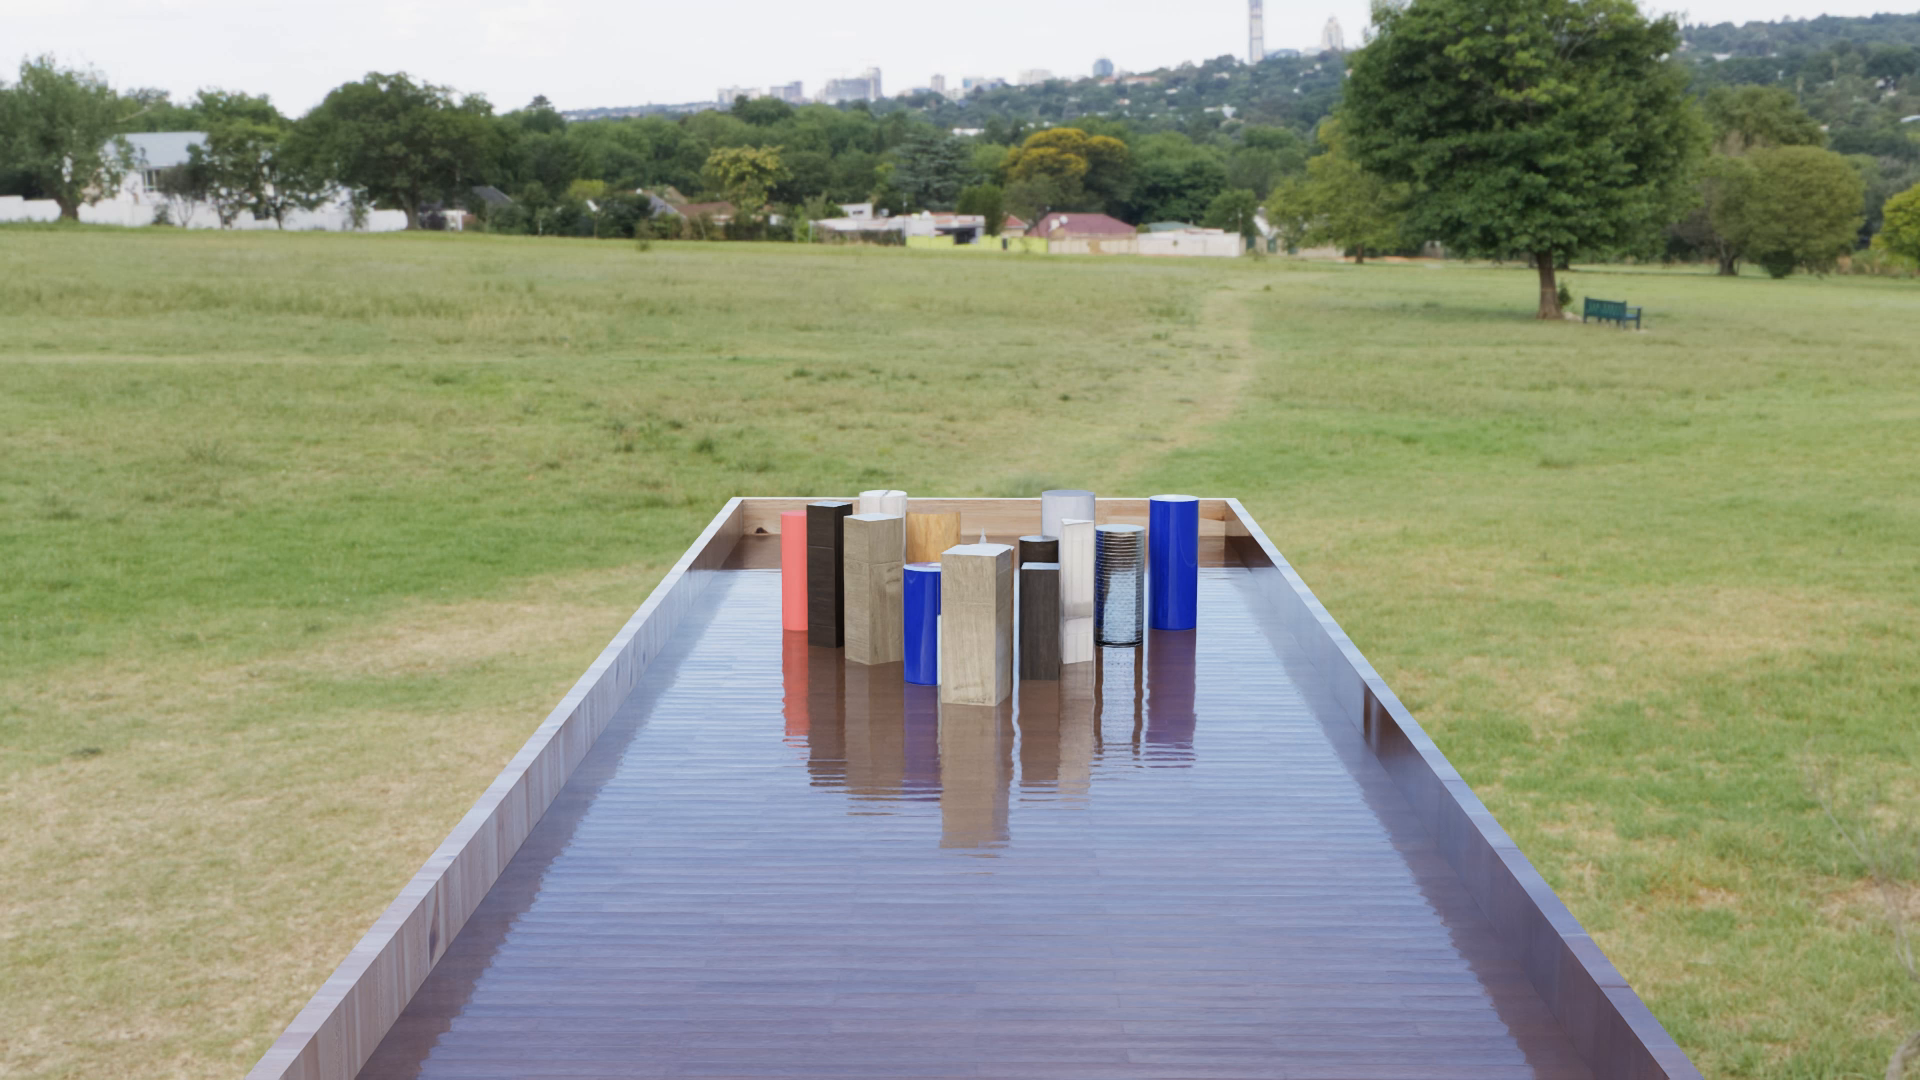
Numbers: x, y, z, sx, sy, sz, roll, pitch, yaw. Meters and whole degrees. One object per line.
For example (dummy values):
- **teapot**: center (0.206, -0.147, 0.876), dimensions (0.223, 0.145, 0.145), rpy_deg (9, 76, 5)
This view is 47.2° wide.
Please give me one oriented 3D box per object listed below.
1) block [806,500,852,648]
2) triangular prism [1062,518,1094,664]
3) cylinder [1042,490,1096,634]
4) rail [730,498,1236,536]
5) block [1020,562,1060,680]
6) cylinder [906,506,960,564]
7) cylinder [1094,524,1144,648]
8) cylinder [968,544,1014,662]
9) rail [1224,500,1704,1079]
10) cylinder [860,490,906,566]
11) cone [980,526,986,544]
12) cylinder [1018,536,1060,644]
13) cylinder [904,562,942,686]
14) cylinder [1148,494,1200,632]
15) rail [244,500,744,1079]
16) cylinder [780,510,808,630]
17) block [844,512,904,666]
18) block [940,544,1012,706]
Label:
- **block**: center (-0.408, 0.107, 6.907), dimensions (0.104, 0.446, 0.104), rpy_deg (5, 10, 30)
- **triangular prism**: center (0.335, 0.152, 6.683), dimensions (0.106, 0.427, 0.092), rpy_deg (-6, 11, -33)
- **cylinder**: center (0.351, 0.068, 7.157), dimensions (0.174, 0.445, 0.174), rpy_deg (0, 9, 0)
- **rail**: center (0.099, -0.098, 9.147), dimensions (2.100, 0.150, 0.050), rpy_deg (0, 9, 1)
- **block**: center (0.238, 0.238, 6.453), dimensions (0.110, 0.329, 0.110), rpy_deg (1, 9, 5)
- **cylinder**: center (-0.084, 0.114, 6.947), dimensions (0.174, 0.420, 0.174), rpy_deg (0, 9, 0)
- **cylinder**: center (0.501, 0.144, 6.927), dimensions (0.158, 0.368, 0.158), rpy_deg (0, 9, 0)
- **cylinder**: center (0.086, 0.194, 6.678), dimensions (0.156, 0.347, 0.156), rpy_deg (0, 9, 0)
- **rail**: center (1.046, 0.843, 3.208), dimensions (0.050, 0.150, 12.000), rpy_deg (0, 9, 1)
- **cylinder**: center (-0.250, 0.066, 7.191), dimensions (0.156, 0.440, 0.156), rpy_deg (0, 9, 0)
- **cone**: center (0.075, 0.119, 7.185), dimensions (0.145, 0.337, 0.145), rpy_deg (0, 9, 0)
- **cylinder**: center (0.248, 0.160, 6.935), dimensions (0.127, 0.334, 0.127), rpy_deg (0, 9, 0)
- **cylinder**: center (-0.084, 0.243, 6.406), dimensions (0.163, 0.335, 0.163), rpy_deg (0, 9, 0)
- **cylinder**: center (0.697, 0.074, 7.188), dimensions (0.162, 0.425, 0.162), rpy_deg (0, 9, 0)
- **rail**: center (-1.004, 0.839, 3.234), dimensions (0.050, 0.150, 12.000), rpy_deg (0, 9, 1)
- **cylinder**: center (-0.524, 0.099, 7.183), dimensions (0.118, 0.377, 0.118), rpy_deg (0, 9, 0)
- **block**: center (-0.262, 0.147, 6.684), dimensions (0.129, 0.439, 0.129), rpy_deg (-7, 11, -37)
- **block**: center (0.045, 0.237, 6.162), dimensions (0.157, 0.422, 0.157), rpy_deg (3, 9, 17)
